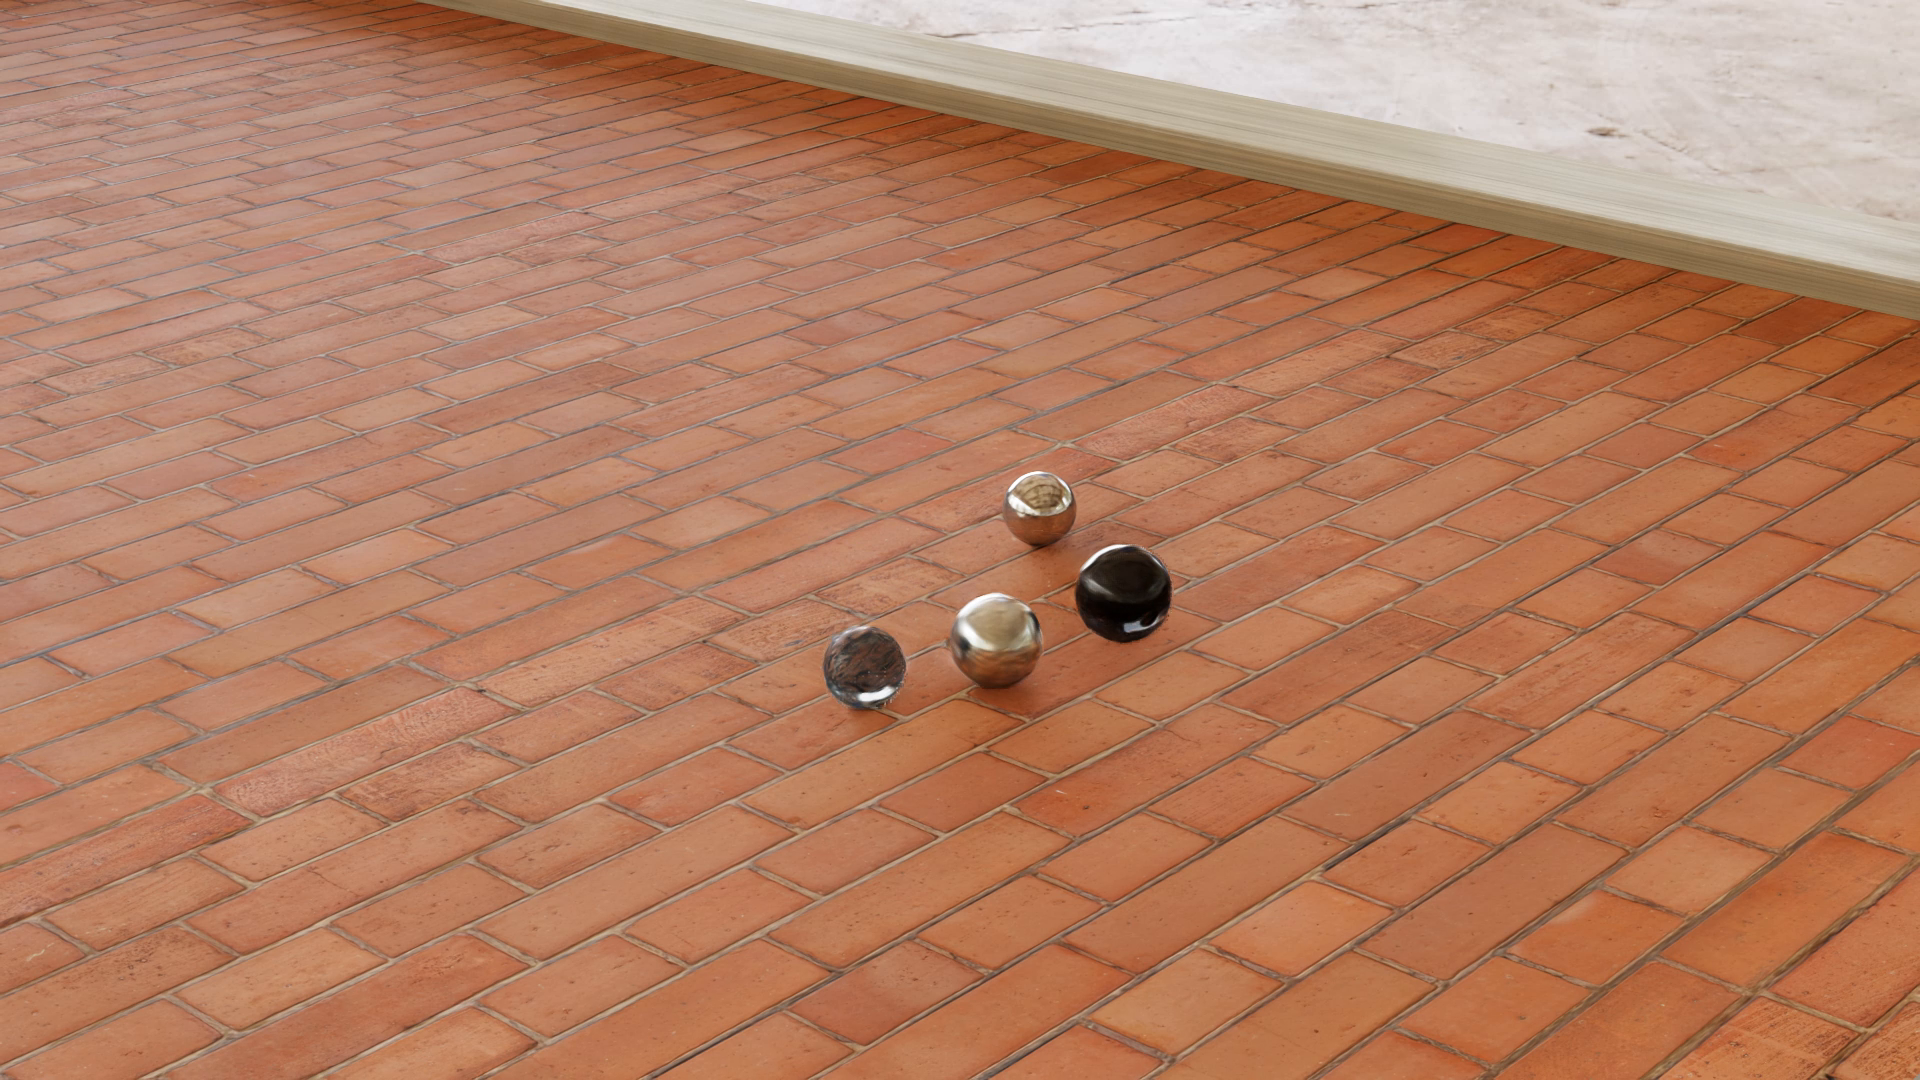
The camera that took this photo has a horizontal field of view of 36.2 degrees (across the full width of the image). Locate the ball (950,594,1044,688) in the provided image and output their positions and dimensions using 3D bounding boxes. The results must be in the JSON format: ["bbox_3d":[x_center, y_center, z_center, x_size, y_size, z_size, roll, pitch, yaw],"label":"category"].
[{"bbox_3d":[0.029,0.080,2.341,0.075,0.075,0.075,0,22,0],"label":"ball"}]

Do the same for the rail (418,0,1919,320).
[{"bbox_3d":[0.037,-0.619,4.039,4.203,0.105,0.045,18,28,38],"label":"rail"}]

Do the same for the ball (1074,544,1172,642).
[{"bbox_3d":[0.135,0.044,2.421,0.081,0.081,0.081,0,22,0],"label":"ball"}]

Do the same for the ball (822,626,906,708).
[{"bbox_3d":[-0.075,0.100,2.303,0.065,0.065,0.065,0,22,0],"label":"ball"}]

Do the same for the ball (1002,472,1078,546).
[{"bbox_3d":[0.071,-0.028,2.619,0.067,0.067,0.067,0,22,0],"label":"ball"}]

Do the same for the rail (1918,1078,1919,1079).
[{"bbox_3d":[0.767,0.239,1.900,0.045,0.105,2.520,18,28,38],"label":"rail"}]
